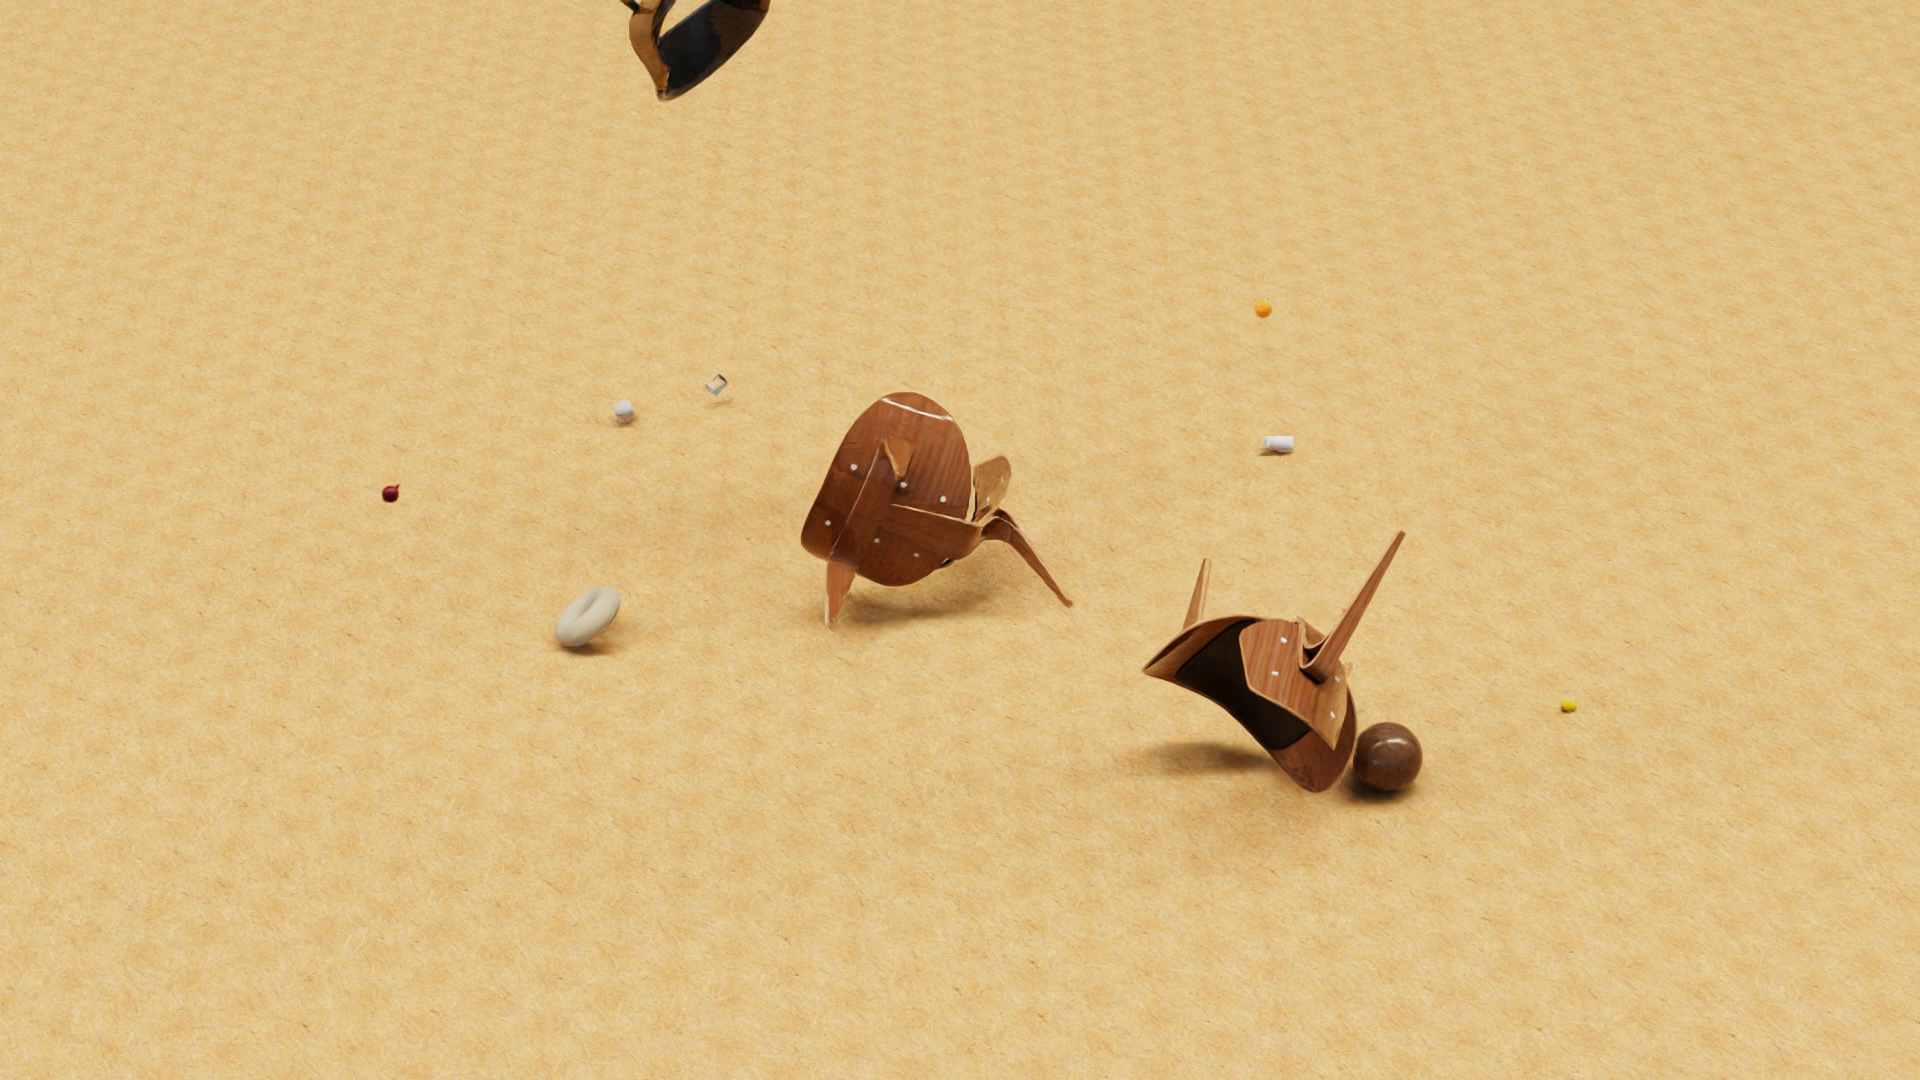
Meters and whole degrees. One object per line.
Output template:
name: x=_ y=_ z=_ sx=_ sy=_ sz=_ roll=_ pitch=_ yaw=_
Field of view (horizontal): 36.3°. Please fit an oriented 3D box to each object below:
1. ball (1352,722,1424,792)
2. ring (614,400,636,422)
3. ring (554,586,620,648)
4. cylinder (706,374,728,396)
ball: x=1.407 y=0.714 z=9.650 sx=0.232 sy=0.232 sz=0.232 roll=0 pitch=33 yaw=0
ring: x=-1.333 y=-0.514 z=11.639 sx=0.074 sy=0.083 sz=0.121 roll=-26 pitch=6 yaw=-5
ring: x=-1.318 y=0.269 z=10.368 sx=0.272 sy=0.092 sz=0.264 roll=-49 pitch=26 yaw=-25
cylinder: x=-0.973 y=-0.620 z=11.721 sx=0.058 sy=0.034 sz=0.073 roll=41 pitch=61 yaw=6
